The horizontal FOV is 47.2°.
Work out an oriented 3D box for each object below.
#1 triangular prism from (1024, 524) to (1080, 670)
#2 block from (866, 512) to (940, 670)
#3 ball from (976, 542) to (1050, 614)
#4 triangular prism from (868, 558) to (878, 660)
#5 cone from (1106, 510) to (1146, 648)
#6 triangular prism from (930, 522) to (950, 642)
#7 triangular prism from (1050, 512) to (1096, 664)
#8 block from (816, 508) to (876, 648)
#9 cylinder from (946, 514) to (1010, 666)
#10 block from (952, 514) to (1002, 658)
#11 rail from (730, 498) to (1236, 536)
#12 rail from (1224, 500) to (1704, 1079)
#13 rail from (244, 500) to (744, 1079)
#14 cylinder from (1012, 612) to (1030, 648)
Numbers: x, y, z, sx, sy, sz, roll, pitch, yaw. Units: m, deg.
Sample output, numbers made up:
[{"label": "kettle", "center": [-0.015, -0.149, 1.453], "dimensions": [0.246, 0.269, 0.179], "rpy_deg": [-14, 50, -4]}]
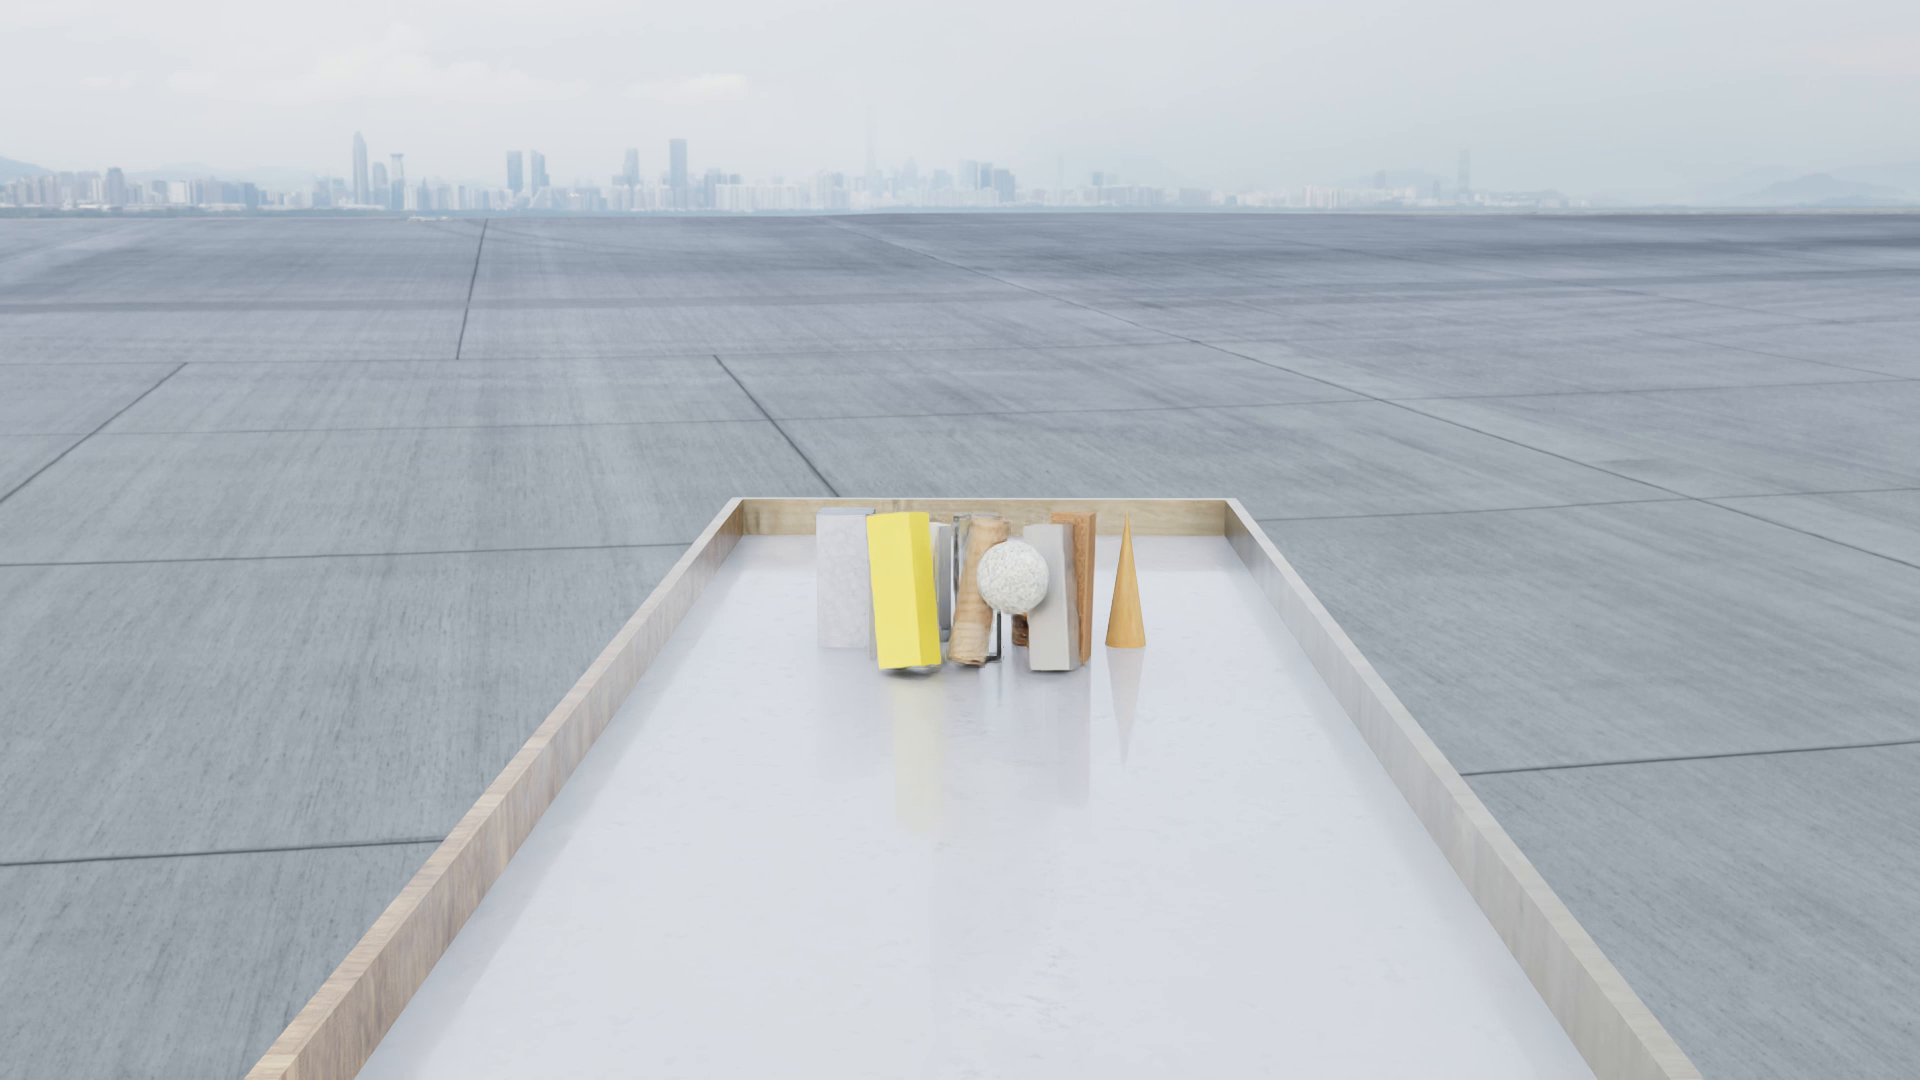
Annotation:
[{"label": "triangular prism", "center": [0.301, 0.167, 6.551], "dimensions": [0.134, 0.431, 0.154], "rpy_deg": [-3, 0, -45]}, {"label": "block", "center": [-0.166, 0.150, 6.514], "dimensions": [0.138, 0.452, 0.138], "rpy_deg": [-6, -4, 24]}, {"label": "ball", "center": [0.155, 0.111, 6.443], "dimensions": [0.215, 0.215, 0.215], "rpy_deg": [0, 9, 0]}, {"label": "triangular prism", "center": [-0.214, 0.202, 6.730], "dimensions": [0.119, 0.315, 0.103], "rpy_deg": [1, 9, 5]}, {"label": "cone", "center": [0.522, 0.117, 6.901], "dimensions": [0.129, 0.428, 0.129], "rpy_deg": [0, 9, 0]}, {"label": "triangular prism", "center": [-0.079, 0.133, 6.979], "dimensions": [0.091, 0.373, 0.079], "rpy_deg": [-1, 9, -7]}, {"label": "triangular prism", "center": [0.363, 0.141, 6.677], "dimensions": [0.145, 0.446, 0.126], "rpy_deg": [7, 8, 41]}, {"label": "block", "center": [-0.357, 0.116, 6.940], "dimensions": [0.172, 0.418, 0.172], "rpy_deg": [0, 9, 2]}, {"label": "cylinder", "center": [0.054, 0.150, 6.586], "dimensions": [0.116, 0.436, 0.116], "rpy_deg": [10, 2, 0]}, {"label": "block", "center": [0.053, 0.142, 6.708], "dimensions": [0.126, 0.430, 0.126], "rpy_deg": [-1, 4, -8]}, {"label": "rail", "center": [0.099, -0.098, 9.147], "dimensions": [2.100, 0.150, 0.050], "rpy_deg": [0, 9, 1]}, {"label": "rail", "center": [1.046, 0.843, 3.208], "dimensions": [0.050, 0.150, 12.000], "rpy_deg": [0, 9, 1]}, {"label": "rail", "center": [-1.004, 0.839, 3.234], "dimensions": [0.050, 0.150, 12.000], "rpy_deg": [0, 9, 1]}, {"label": "cylinder", "center": [0.238, 0.172, 6.934], "dimensions": [0.151, 0.311, 0.151], "rpy_deg": [0, 9, 0]}]
